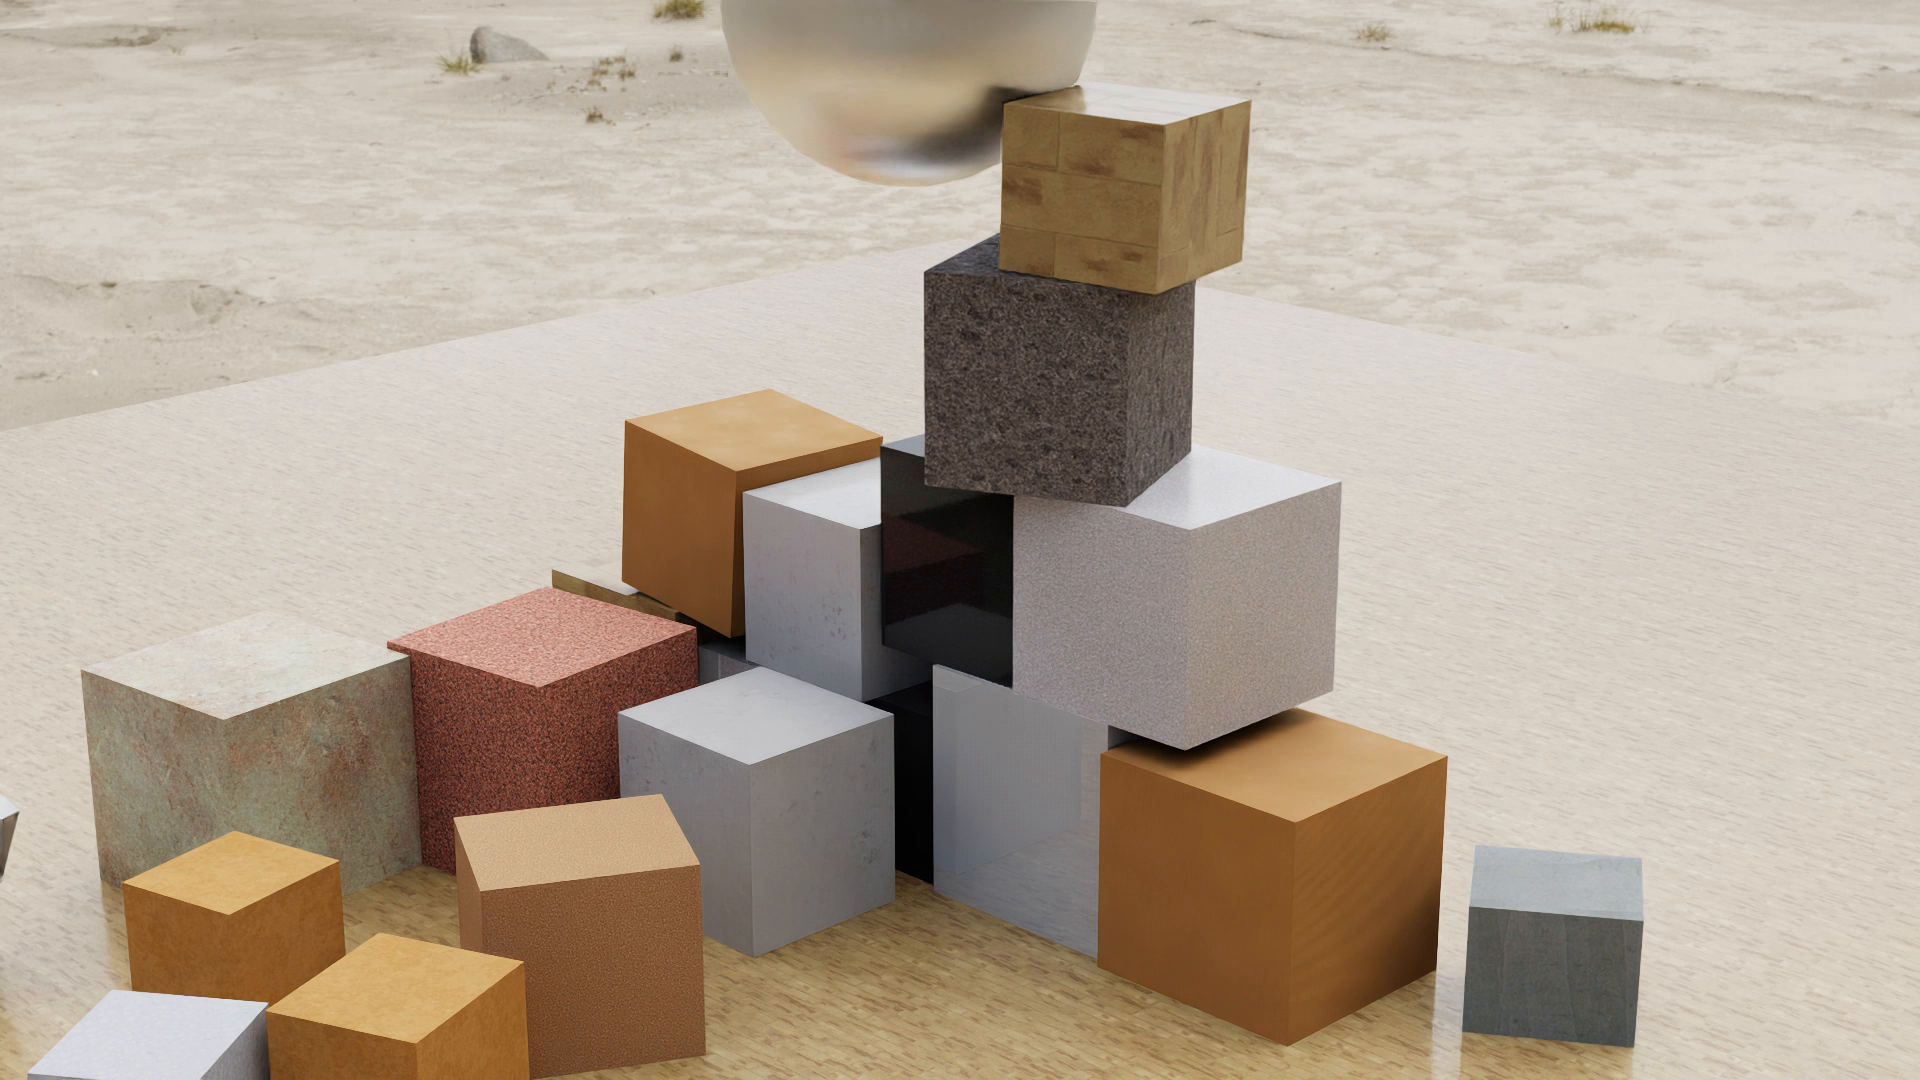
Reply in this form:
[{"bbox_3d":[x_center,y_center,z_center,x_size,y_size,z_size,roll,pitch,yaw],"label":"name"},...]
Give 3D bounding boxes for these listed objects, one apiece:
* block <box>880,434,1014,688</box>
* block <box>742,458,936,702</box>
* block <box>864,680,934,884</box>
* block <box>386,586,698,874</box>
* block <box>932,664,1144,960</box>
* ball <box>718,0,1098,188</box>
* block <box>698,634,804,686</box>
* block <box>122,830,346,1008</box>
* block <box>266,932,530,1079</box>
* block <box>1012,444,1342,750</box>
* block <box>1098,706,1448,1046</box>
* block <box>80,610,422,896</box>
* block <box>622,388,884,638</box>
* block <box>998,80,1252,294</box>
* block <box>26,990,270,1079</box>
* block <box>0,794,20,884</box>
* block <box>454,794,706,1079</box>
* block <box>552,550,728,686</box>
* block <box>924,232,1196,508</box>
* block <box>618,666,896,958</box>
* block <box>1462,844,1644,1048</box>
[{"bbox_3d":[0.231,0.027,13.082,0.832,0.935,0.820,16,24,42],"label":"block"},{"bbox_3d":[-0.400,0.163,13.750,0.912,0.824,0.810,-16,24,-42],"label":"block"},{"bbox_3d":[-0.102,1.023,13.740,0.789,0.810,0.811,-17,24,-42],"label":"block"},{"bbox_3d":[-1.914,0.936,13.606,0.983,1.056,1.008,13,22,36],"label":"block"},{"bbox_3d":[0.574,1.086,13.081,0.918,1.085,1.044,-17,24,-42],"label":"block"},{"bbox_3d":[-0.218,-2.297,12.391,1.600,1.600,1.600,0,17,0],"label":"ball"},{"bbox_3d":[-0.684,0.873,14.342,0.800,0.734,0.865,-17,24,-42],"label":"block"},{"bbox_3d":[-2.942,1.659,11.945,0.588,0.672,0.619,10,20,30],"label":"block"},{"bbox_3d":[-2.077,1.973,10.917,0.645,0.689,0.724,7,19,22],"label":"block"},{"bbox_3d":[0.920,0.203,12.507,0.974,0.944,0.985,17,24,42],"label":"block"},{"bbox_3d":[1.310,1.362,12.378,1.007,0.979,1.039,-17,24,-42],"label":"block"},{"bbox_3d":[-3.211,1.037,13.340,1.015,1.022,1.038,14,22,37],"label":"block"},{"bbox_3d":[-1.019,-0.148,14.298,0.905,0.840,0.862,-15,28,-40],"label":"block"},{"bbox_3d":[0.679,-1.460,12.023,0.729,0.678,0.764,12,21,30],"label":"block"},{"bbox_3d":[-2.904,2.091,10.615,0.615,0.646,0.665,3,18,10],"label":"block"},{"bbox_3d":[-4.596,1.333,12.328,0.781,0.761,0.789,36,33,18],"label":"block"},{"bbox_3d":[-1.544,1.600,11.865,0.863,0.832,0.760,-5,18,-16],"label":"block"},{"bbox_3d":[-1.330,0.578,14.947,0.970,0.935,1.088,17,24,42],"label":"block"},{"bbox_3d":[0.431,-0.744,12.419,0.887,0.914,0.906,7,19,21],"label":"block"},{"bbox_3d":[-0.902,1.190,13.070,0.882,0.892,0.846,17,24,42],"label":"block"},{"bbox_3d":[2.449,1.668,12.107,0.687,0.559,0.636,4,18,11],"label":"block"}]
